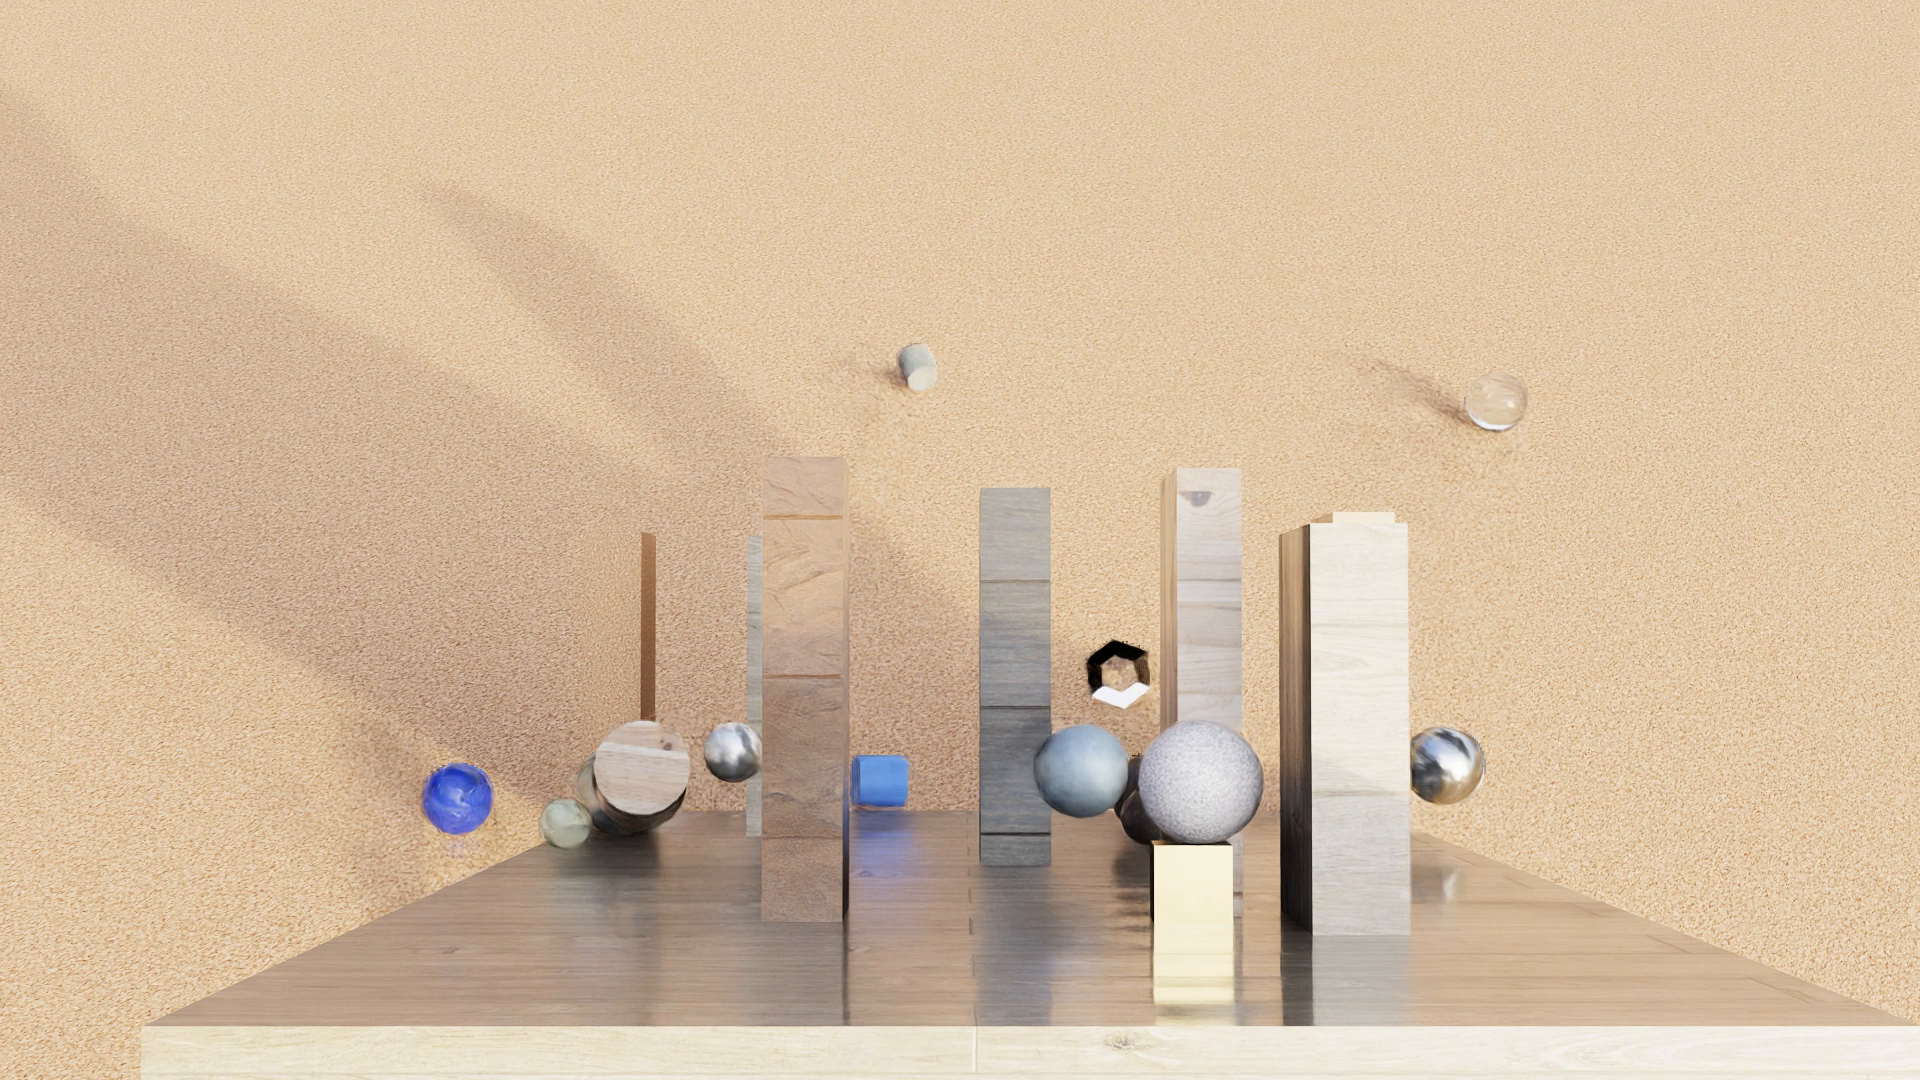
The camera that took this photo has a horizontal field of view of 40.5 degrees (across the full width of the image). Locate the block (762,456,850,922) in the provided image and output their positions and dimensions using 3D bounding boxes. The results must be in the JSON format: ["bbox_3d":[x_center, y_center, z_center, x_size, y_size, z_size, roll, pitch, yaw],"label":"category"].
[{"bbox_3d":[-0.247,0.237,4.194,0.126,0.727,0.248,0,-2,0],"label":"block"}]

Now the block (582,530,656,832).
[{"bbox_3d":[-0.821,0.338,6.275,0.138,0.706,0.297,0,-2,0],"label":"block"}]

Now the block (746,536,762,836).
[{"bbox_3d":[-0.445,0.342,6.169,0.087,0.689,0.395,0,-2,0],"label":"block"}]

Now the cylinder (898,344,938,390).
[{"bbox_3d":[-0.140,-0.572,8.639,0.107,0.107,0.107,-12,49,-15],"label":"cylinder"}]

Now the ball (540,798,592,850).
[{"bbox_3d":[-0.840,0.605,5.549,0.110,0.110,0.110,0,37,0],"label":"ball"}]

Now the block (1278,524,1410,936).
[{"bbox_3d":[0.597,0.289,4.072,0.145,0.613,0.392,0,-2,0],"label":"block"}]

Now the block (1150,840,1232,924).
[{"bbox_3d":[0.362,0.536,4.083,0.121,0.121,0.121,0,-2,1],"label":"block"}]

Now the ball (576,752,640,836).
[{"bbox_3d":[-0.780,0.576,5.986,0.206,0.206,0.206,0,37,0],"label":"ball"}]

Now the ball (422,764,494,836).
[{"bbox_3d":[-1.338,0.692,6.927,0.187,0.187,0.187,0,37,0],"label":"ball"}]

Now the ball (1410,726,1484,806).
[{"bbox_3d":[1.120,0.522,6.029,0.184,0.184,0.184,0,37,0],"label":"ball"}]

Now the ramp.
[{"bbox_3d":[0.081,0.682,4.917,2.000,0.100,4.000,0,-2,0],"label":"ramp"}]

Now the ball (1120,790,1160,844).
[{"bbox_3d":[0.412,0.605,5.697,0.122,0.122,0.122,0,37,0],"label":"ball"}]

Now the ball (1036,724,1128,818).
[{"bbox_3d":[0.237,0.450,5.062,0.182,0.182,0.182,0,37,0],"label":"ball"}]

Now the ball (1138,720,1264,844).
[{"bbox_3d":[0.376,0.377,4.053,0.194,0.194,0.194,0,37,0],"label":"ball"}]

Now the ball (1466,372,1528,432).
[{"bbox_3d":[1.743,-0.447,8.443,0.195,0.195,0.195,0,37,0],"label":"ball"}]

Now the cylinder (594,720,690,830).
[{"bbox_3d":[-0.692,0.512,5.643,0.203,0.203,0.203,2,74,-8],"label":"cylinder"}]

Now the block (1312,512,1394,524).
[{"bbox_3d":[0.949,0.317,6.289,0.145,0.749,0.383,0,-2,0],"label":"block"}]

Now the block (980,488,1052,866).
[{"bbox_3d":[0.110,0.277,5.325,0.139,0.746,0.369,0,-2,0],"label":"block"}]

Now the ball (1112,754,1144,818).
[{"bbox_3d":[0.439,0.592,6.075,0.181,0.181,0.181,0,37,0],"label":"ball"}]

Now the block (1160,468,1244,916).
[{"bbox_3d":[0.399,0.250,4.336,0.103,0.715,0.360,0,-2,0],"label":"block"}]

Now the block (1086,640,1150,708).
[{"bbox_3d":[0.450,0.380,7.381,0.124,0.124,0.124,18,40,38],"label":"block"}]

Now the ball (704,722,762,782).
[{"bbox_3d":[-0.513,0.482,5.901,0.137,0.137,0.137,0,37,0],"label":"ball"}]
